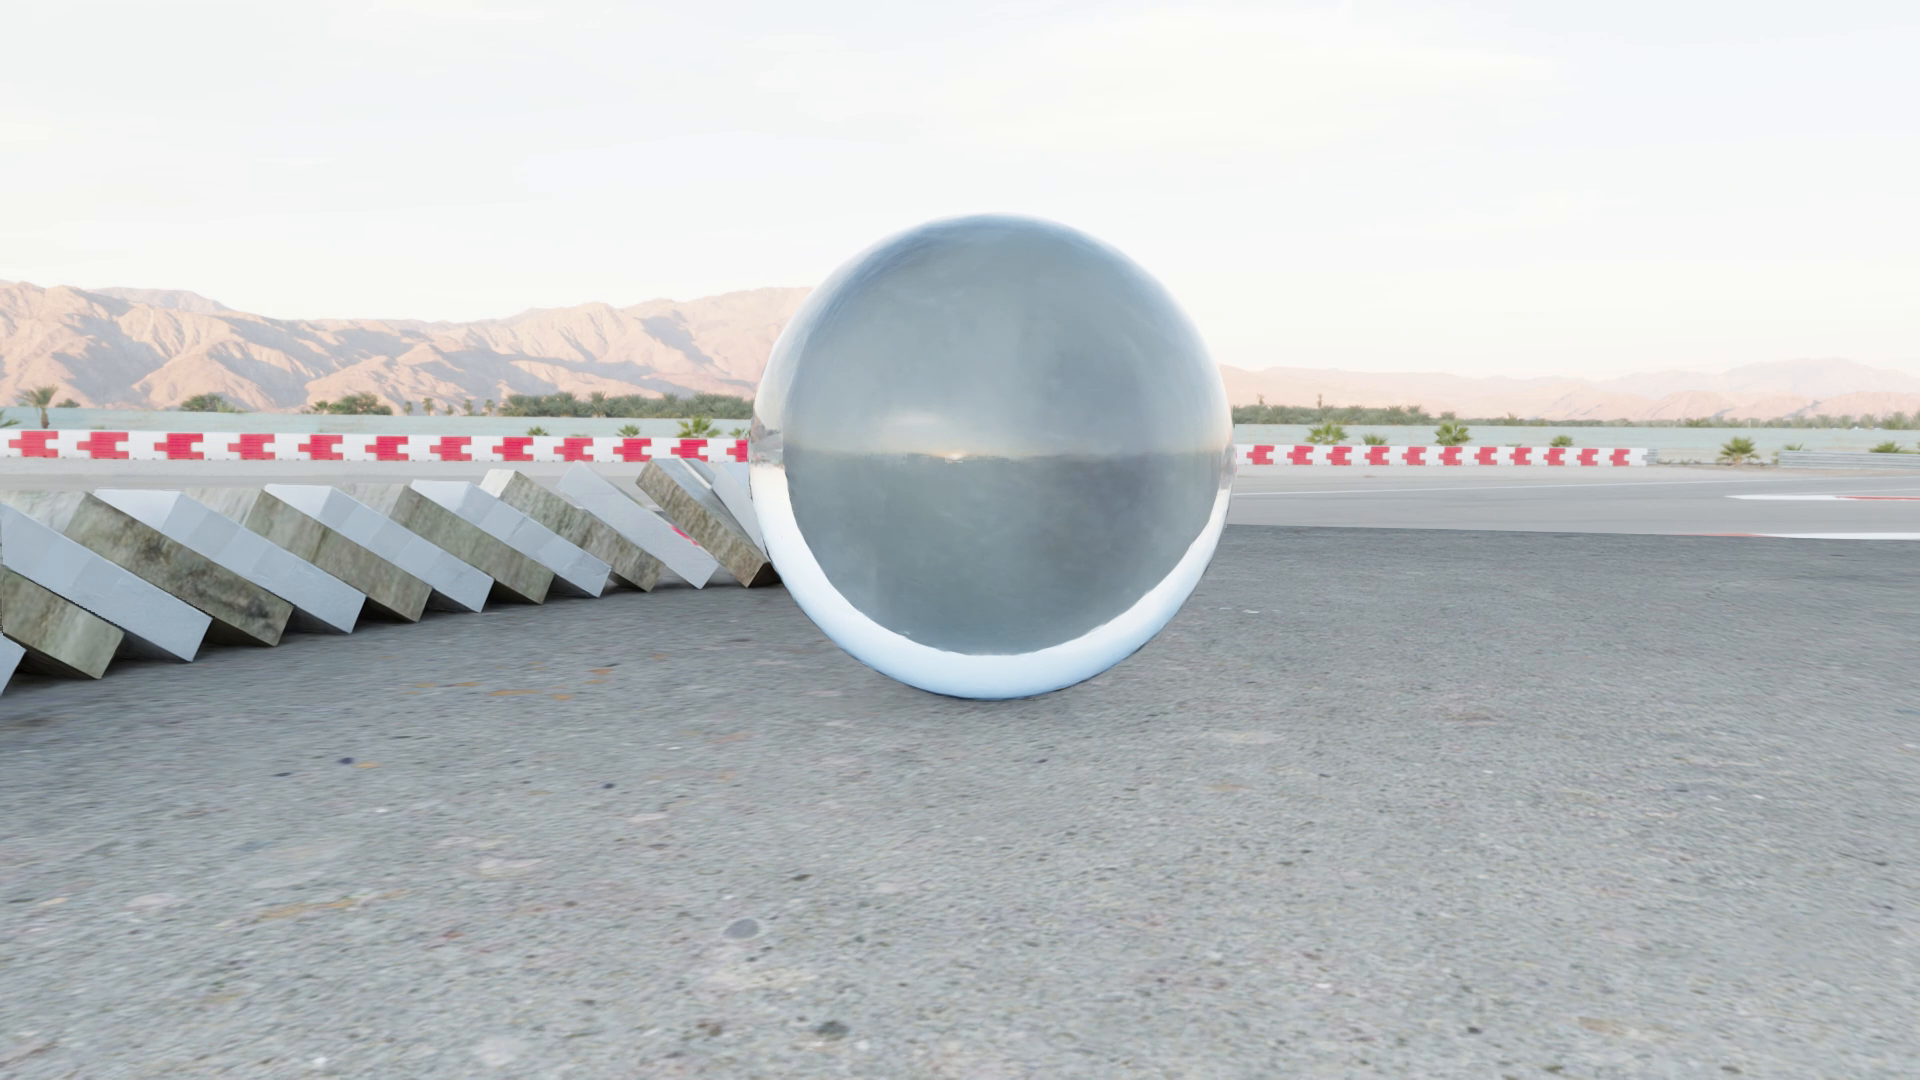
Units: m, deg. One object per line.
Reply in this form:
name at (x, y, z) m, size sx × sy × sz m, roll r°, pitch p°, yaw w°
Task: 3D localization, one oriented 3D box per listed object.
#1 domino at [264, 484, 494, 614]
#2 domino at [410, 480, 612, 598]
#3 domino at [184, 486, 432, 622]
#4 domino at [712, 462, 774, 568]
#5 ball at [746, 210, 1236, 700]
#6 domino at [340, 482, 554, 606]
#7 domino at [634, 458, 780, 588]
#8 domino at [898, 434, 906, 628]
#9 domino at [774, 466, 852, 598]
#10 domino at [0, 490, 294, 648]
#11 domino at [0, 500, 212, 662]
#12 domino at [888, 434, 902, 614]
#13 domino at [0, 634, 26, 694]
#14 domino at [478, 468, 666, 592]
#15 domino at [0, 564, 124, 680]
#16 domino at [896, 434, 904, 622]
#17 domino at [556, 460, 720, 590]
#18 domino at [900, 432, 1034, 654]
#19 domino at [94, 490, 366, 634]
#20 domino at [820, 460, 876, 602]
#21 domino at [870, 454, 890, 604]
domino at (-0.141, 0.003, 0.311) m, size 0.025 × 0.009 × 0.050 m, roll 3°, pitch -25°, yaw 31°
domino at (-0.121, 0.000, 0.345) m, size 0.025 × 0.009 × 0.050 m, roll 3°, pitch -24°, yaw 36°
domino at (-0.149, 0.004, 0.292) m, size 0.025 × 0.010 × 0.050 m, roll 2°, pitch -25°, yaw 26°
domino at (-0.052, -0.005, 0.389) m, size 0.025 × 0.009 × 0.050 m, roll -3°, pitch 40°, yaw -44°
ball at (0.005, -0.014, 0.214) m, size 0.080 × 0.080 × 0.080 m, roll 0°, pitch 4°, yaw 0°
domino at (-0.132, 0.001, 0.328) m, size 0.025 × 0.010 × 0.050 m, roll 3°, pitch -25°, yaw 33°
domino at (-0.073, -0.006, 0.393) m, size 0.050 × 0.010 × 0.025 m, roll 41°, pitch 17°, yaw 16°
domino at (-0.001, -0.003, 0.307) m, size 0.025 × 0.050 × 0.010 m, roll 0°, pitch -35°, yaw -5°
domino at (-0.035, -0.004, 0.377) m, size 0.025 × 0.009 × 0.050 m, roll -2°, pitch 39°, yaw -29°
domino at (-0.162, 0.007, 0.254) m, size 0.025 × 0.009 × 0.050 m, roll 2°, pitch -26°, yaw 22°
domino at (-0.168, 0.008, 0.235) m, size 0.025 × 0.010 × 0.050 m, roll 1°, pitch -28°, yaw 19°
domino at (-0.006, -0.005, 0.331) m, size 0.025 × 0.050 × 0.010 m, roll 0°, pitch -35°, yaw -5°
domino at (-0.176, 0.009, 0.197) m, size 0.025 × 0.009 × 0.050 m, roll 1°, pitch -32°, yaw 13°
domino at (-0.111, -0.003, 0.365) m, size 0.050 × 0.009 × 0.025 m, roll 37°, pitch -17°, yaw -31°
domino at (-0.173, 0.008, 0.217) m, size 0.025 × 0.009 × 0.050 m, roll 1°, pitch -29°, yaw 19°
domino at (-0.003, -0.004, 0.319) m, size 0.025 × 0.050 × 0.010 m, roll -1°, pitch -35°, yaw -5°
domino at (-0.095, -0.005, 0.381) m, size 0.050 × 0.010 × 0.025 m, roll 37°, pitch -5°, yaw -13°
domino at (0.001, 0.000, 0.270) m, size 0.025 × 0.050 × 0.009 m, roll 0°, pitch -34°, yaw -5°
domino at (-0.156, 0.005, 0.273) m, size 0.025 × 0.010 × 0.050 m, roll 2°, pitch -26°, yaw 23°
domino at (-0.022, -0.004, 0.362) m, size 0.025 × 0.009 × 0.050 m, roll -2°, pitch 42°, yaw -19°
domino at (-0.011, -0.003, 0.348) m, size 0.025 × 0.009 × 0.050 m, roll 2°, pitch 43°, yaw -9°
